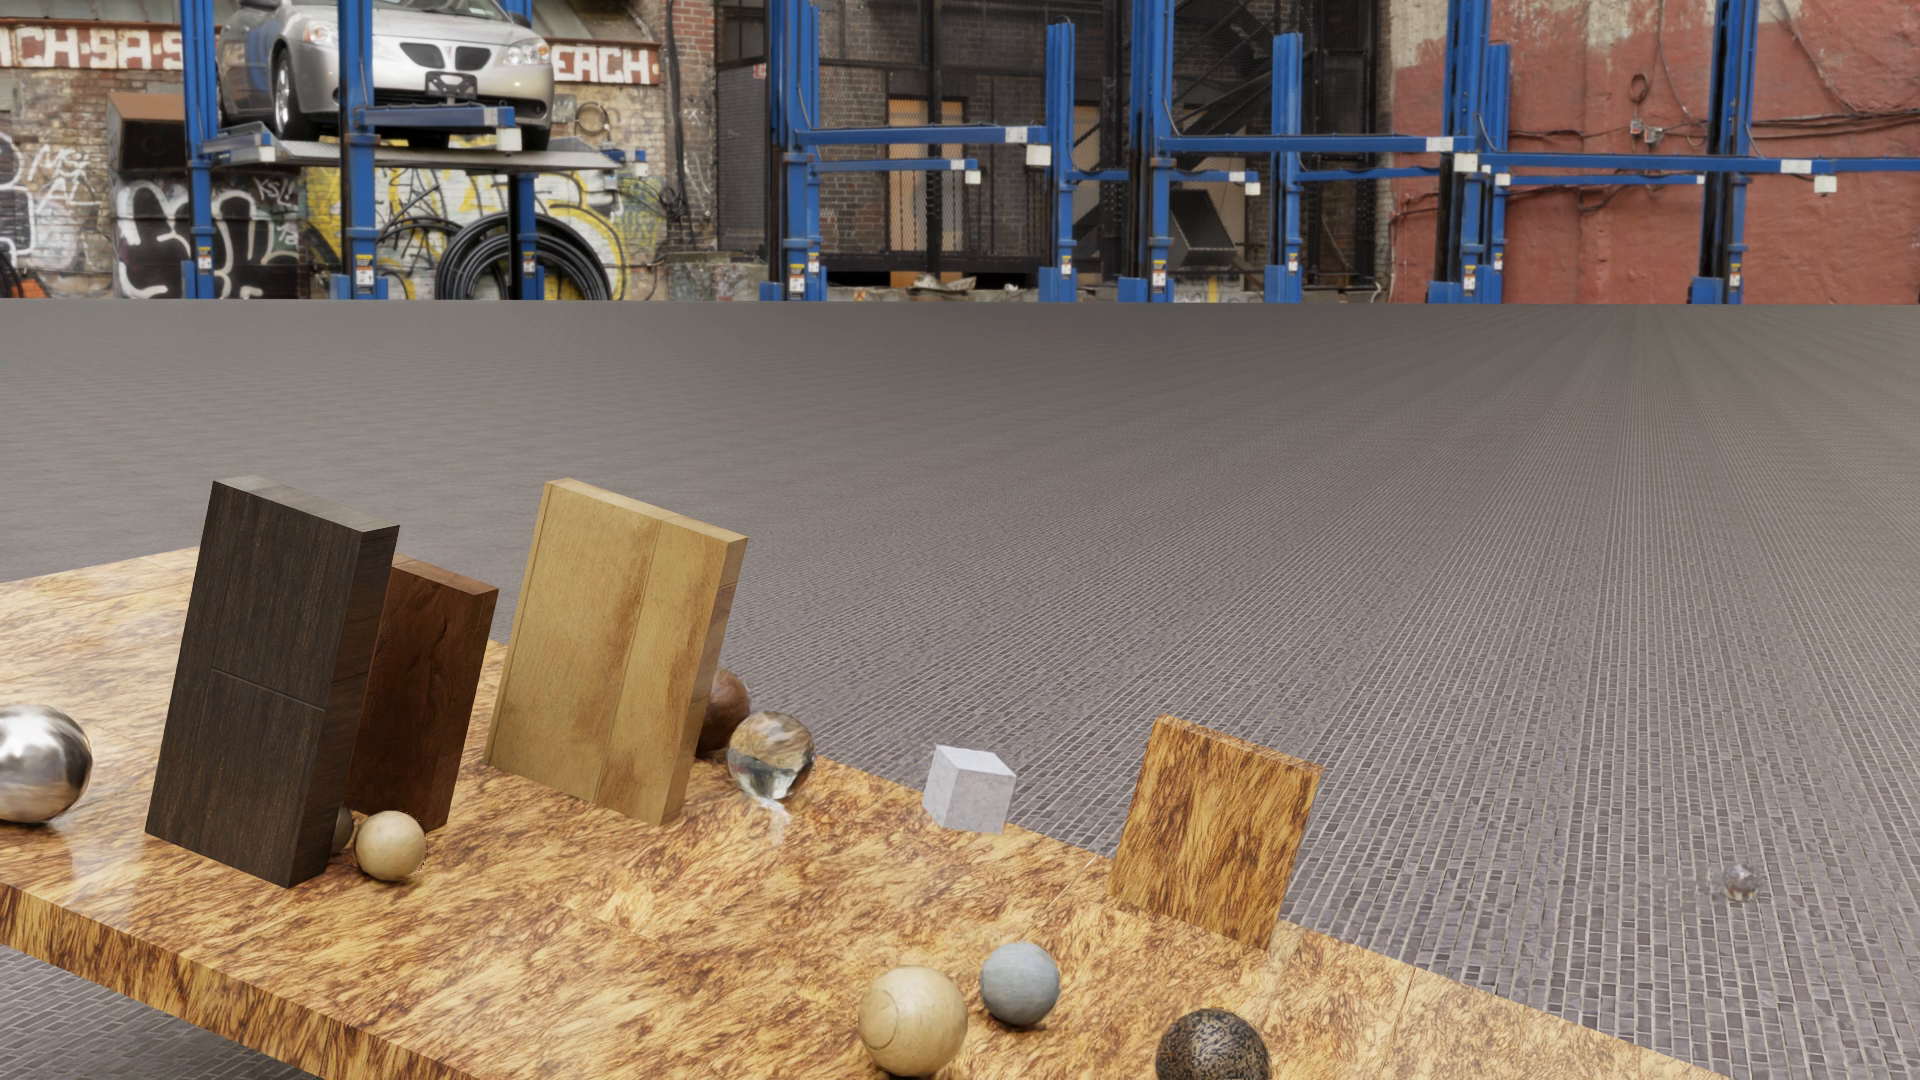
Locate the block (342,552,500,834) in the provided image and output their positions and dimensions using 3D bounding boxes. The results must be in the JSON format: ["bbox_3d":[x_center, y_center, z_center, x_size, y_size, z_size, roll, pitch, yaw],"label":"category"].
[{"bbox_3d":[-1.089,0.278,4.187,0.316,0.482,0.094,18,11,14],"label":"block"}]

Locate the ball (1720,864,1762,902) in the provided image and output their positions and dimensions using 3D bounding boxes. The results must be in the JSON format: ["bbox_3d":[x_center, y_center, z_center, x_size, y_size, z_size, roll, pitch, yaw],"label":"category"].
[{"bbox_3d":[2.310,1.012,6.505,0.113,0.113,0.113,0,7,0],"label":"ball"}]

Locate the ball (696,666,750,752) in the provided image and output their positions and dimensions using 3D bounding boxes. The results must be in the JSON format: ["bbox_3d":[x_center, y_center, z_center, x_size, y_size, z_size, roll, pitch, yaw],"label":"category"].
[{"bbox_3d":[-0.582,0.386,5.053,0.200,0.200,0.200,0,7,0],"label":"ball"}]

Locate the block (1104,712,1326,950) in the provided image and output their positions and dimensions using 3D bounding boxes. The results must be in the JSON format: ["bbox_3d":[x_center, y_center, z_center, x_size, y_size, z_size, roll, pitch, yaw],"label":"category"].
[{"bbox_3d":[0.553,0.633,4.783,0.371,0.408,0.085,18,11,14],"label":"block"}]

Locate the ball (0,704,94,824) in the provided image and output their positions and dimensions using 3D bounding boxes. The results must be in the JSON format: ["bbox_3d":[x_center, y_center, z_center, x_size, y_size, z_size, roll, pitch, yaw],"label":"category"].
[{"bbox_3d":[-1.587,0.381,3.748,0.204,0.204,0.204,0,7,0],"label":"ball"}]

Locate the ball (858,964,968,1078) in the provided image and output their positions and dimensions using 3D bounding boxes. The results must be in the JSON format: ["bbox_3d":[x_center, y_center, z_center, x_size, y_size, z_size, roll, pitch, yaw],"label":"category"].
[{"bbox_3d":[-0.079,0.805,3.682,0.185,0.185,0.185,0,7,0],"label":"ball"}]

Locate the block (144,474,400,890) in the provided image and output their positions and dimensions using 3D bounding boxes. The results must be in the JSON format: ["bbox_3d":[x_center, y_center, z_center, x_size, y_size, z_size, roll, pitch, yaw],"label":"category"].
[{"bbox_3d":[-1.191,0.243,3.800,0.297,0.645,0.115,18,11,14],"label":"block"}]

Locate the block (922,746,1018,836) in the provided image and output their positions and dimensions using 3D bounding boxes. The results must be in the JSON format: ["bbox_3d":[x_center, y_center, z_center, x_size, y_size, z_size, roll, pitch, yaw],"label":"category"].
[{"bbox_3d":[0.020,0.575,5.049,0.147,0.147,0.147,10,12,-23],"label":"block"}]

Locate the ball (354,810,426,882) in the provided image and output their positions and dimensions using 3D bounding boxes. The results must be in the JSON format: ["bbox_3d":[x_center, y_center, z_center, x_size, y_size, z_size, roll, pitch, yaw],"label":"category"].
[{"bbox_3d":[-1.013,0.543,3.907,0.124,0.124,0.124,0,7,0],"label":"ball"}]

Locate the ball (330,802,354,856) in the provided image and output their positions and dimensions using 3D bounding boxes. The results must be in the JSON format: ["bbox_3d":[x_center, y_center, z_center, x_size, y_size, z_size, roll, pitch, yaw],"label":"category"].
[{"bbox_3d":[-1.140,0.512,3.935,0.108,0.108,0.108,0,7,0],"label":"ball"}]

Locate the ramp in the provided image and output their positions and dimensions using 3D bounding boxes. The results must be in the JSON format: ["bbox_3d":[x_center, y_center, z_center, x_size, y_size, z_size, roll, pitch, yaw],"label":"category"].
[{"bbox_3d":[-0.384,0.760,4.245,4.000,0.100,2.000,18,11,14],"label":"ramp"}]

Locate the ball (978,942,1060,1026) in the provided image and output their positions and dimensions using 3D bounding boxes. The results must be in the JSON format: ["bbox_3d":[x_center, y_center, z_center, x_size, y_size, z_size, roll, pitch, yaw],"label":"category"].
[{"bbox_3d":[0.109,0.808,4.008,0.150,0.150,0.150,0,7,0],"label":"ball"}]

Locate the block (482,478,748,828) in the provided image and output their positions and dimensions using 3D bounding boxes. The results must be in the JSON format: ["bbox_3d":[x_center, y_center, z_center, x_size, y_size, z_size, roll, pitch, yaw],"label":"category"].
[{"bbox_3d":[-0.718,0.230,4.557,0.420,0.617,0.101,18,11,14],"label":"block"}]

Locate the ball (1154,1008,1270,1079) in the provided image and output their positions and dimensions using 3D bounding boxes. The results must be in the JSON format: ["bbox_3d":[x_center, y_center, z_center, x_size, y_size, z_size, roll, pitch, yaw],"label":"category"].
[{"bbox_3d":[0.435,0.911,3.801,0.198,0.198,0.198,0,7,0],"label":"ball"}]

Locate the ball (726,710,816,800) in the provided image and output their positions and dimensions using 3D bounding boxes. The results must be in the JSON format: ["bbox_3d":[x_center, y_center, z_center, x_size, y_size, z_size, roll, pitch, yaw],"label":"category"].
[{"bbox_3d":[-0.417,0.474,4.846,0.195,0.195,0.195,0,7,0],"label":"ball"}]
